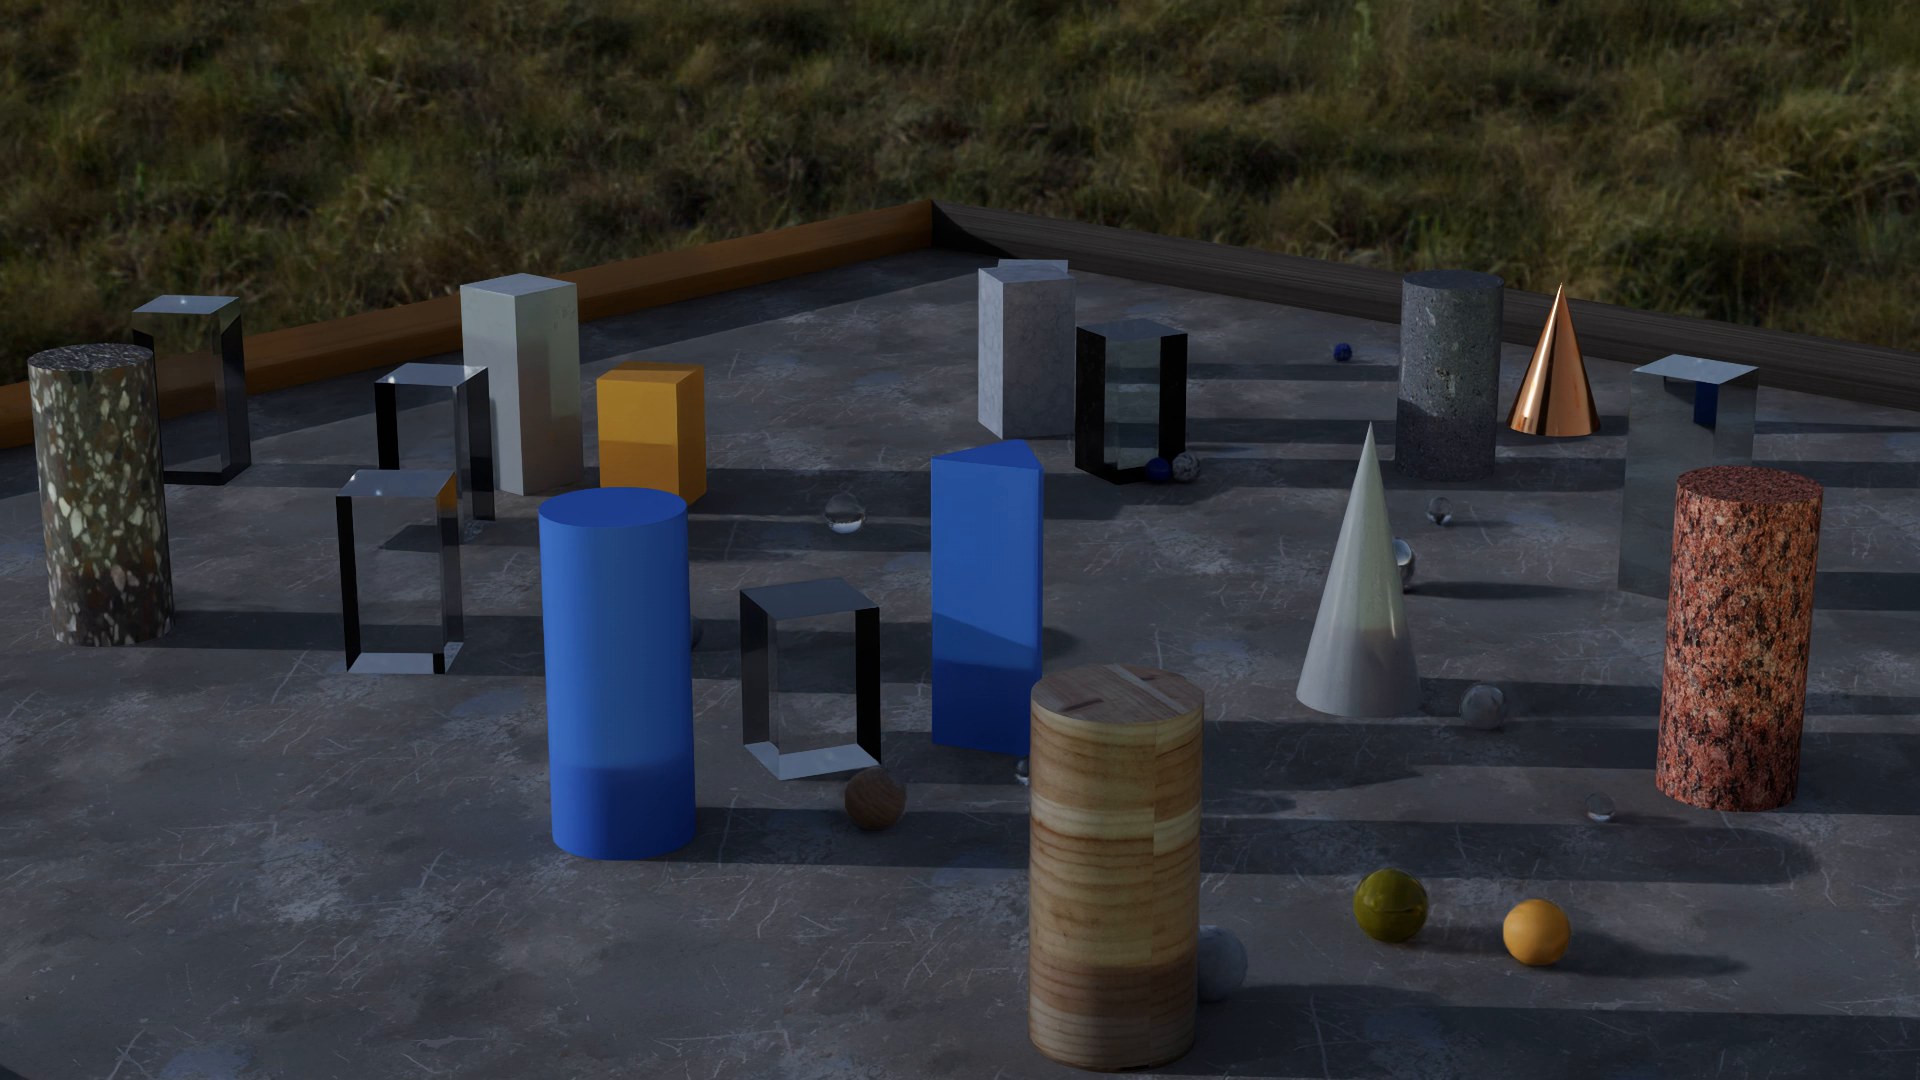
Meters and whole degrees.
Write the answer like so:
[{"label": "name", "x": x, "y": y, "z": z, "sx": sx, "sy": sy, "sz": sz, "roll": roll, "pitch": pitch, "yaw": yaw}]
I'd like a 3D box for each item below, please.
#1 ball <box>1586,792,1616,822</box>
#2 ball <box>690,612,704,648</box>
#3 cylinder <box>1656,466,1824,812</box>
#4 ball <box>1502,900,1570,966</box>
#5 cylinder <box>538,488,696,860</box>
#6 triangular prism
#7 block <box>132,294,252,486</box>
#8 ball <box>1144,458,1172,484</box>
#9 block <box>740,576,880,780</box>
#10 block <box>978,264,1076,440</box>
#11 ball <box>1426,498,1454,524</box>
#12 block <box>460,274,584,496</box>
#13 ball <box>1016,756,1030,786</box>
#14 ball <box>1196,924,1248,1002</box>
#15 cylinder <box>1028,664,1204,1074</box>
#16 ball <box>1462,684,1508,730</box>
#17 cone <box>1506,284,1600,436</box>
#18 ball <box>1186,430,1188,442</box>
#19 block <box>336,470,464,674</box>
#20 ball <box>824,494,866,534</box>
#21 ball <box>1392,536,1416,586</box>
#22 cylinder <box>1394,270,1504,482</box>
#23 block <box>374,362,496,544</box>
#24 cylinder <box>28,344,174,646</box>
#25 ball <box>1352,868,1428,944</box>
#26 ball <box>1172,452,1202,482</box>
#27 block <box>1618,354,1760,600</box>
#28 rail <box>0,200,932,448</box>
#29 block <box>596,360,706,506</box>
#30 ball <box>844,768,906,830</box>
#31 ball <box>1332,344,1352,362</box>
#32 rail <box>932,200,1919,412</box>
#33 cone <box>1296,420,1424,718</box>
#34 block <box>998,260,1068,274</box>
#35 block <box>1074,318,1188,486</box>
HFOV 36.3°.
[{"label": "ball", "x": 0.903, "y": 0.376, "z": 4.135, "sx": 0.041, "sy": 0.041, "sz": 0.041, "roll": 0, "pitch": 17, "yaw": 0}, {"label": "ball", "x": -0.457, "y": 0.151, "z": 4.843, "sx": 0.065, "sy": 0.065, "sz": 0.065, "roll": 0, "pitch": 17, "yaw": 0}, {"label": "cylinder", "x": 1.114, "y": 0.140, "z": 4.201, "sx": 0.200, "sy": 0.456, "sz": 0.200, "roll": 0, "pitch": 17, "yaw": 0}, {"label": "ball", "x": 0.723, "y": 0.492, "z": 3.677, "sx": 0.084, "sy": 0.084, "sz": 0.084, "roll": 0, "pitch": 17, "yaw": 0}, {"label": "cylinder", "x": -0.469, "y": 0.182, "z": 4.030, "sx": 0.200, "sy": 0.474, "sz": 0.200, "roll": 0, "pitch": 17, "yaw": 0}, {"label": "triangular prism", "x": 0.065, "y": 0.082, "z": 4.412, "sx": 0.173, "sy": 0.446, "sz": 0.150, "roll": 6, "pitch": 18, "yaw": 20}, {"label": "block", "x": -1.530, "y": -0.299, "z": 5.847, "sx": 0.160, "sy": 0.348, "sz": 0.160, "roll": 2, "pitch": 17, "yaw": 7}, {"label": "ball", "x": 0.393, "y": -0.138, "z": 5.824, "sx": 0.053, "sy": 0.053, "sz": 0.053, "roll": 0, "pitch": 17, "yaw": 0}, {"label": "block", "x": -0.222, "y": 0.204, "z": 4.353, "sx": 0.160, "sy": 0.246, "sz": 0.160, "roll": -7, "pitch": 18, "yaw": -22}, {"label": "block", "x": 0.140, "y": -0.400, "z": 6.206, "sx": 0.160, "sy": 0.334, "sz": 0.160, "roll": -5, "pitch": 18, "yaw": -17}, {"label": "ball", "x": 0.908, "y": -0.055, "z": 5.550, "sx": 0.052, "sy": 0.052, "sz": 0.052, "roll": 0, "pitch": 17, "yaw": 0}, {"label": "block", "x": -0.864, "y": -0.309, "z": 5.793, "sx": 0.160, "sy": 0.398, "sz": 0.160, "roll": 14, "pitch": 22, "yaw": 38}, {"label": "ball", "x": 0.104, "y": 0.336, "z": 4.262, "sx": 0.046, "sy": 0.046, "sz": 0.046, "roll": 0, "pitch": 17, "yaw": 0}, {"label": "ball", "x": 0.304, "y": 0.517, "z": 3.579, "sx": 0.093, "sy": 0.093, "sz": 0.093, "roll": 0, "pitch": 17, "yaw": 0}, {"label": "cylinder", "x": 0.181, "y": 0.383, "z": 3.435, "sx": 0.200, "sy": 0.432, "sz": 0.200, "roll": 0, "pitch": 17, "yaw": 0}, {"label": "ball", "x": 0.803, "y": 0.256, "z": 4.488, "sx": 0.069, "sy": 0.069, "sz": 0.069, "roll": 0, "pitch": 17, "yaw": 0}, {"label": "cone", "x": 1.270, "y": -0.396, "z": 6.233, "sx": 0.200, "sy": 0.310, "sz": 0.200, "roll": 0, "pitch": 17, "yaw": 0}, {"label": "ball", "x": 0.449, "y": -0.217, "z": 6.088, "sx": 0.052, "sy": 0.052, "sz": 0.052, "roll": 0, "pitch": 17, "yaw": 0}, {"label": "block", "x": -0.909, "y": 0.050, "z": 4.773, "sx": 0.160, "sy": 0.297, "sz": 0.160, "roll": 0, "pitch": 17, "yaw": 2}, {"label": "ball", "x": -0.216, "y": -0.049, "z": 5.487, "sx": 0.077, "sy": 0.077, "sz": 0.077, "roll": 0, "pitch": 17, "yaw": 0}, {"label": "ball", "x": 0.753, "y": 0.040, "z": 5.157, "sx": 0.096, "sy": 0.096, "sz": 0.096, "roll": 0, "pitch": 17, "yaw": 0}, {"label": "cylinder", "x": 0.981, "y": -0.331, "z": 5.880, "sx": 0.200, "sy": 0.389, "sz": 0.200, "roll": 0, "pitch": 17, "yaw": 0}, {"label": "block", "x": -0.978, "y": -0.162, "z": 5.473, "sx": 0.160, "sy": 0.301, "sz": 0.160, "roll": 3, "pitch": 17, "yaw": 11}, {"label": "cylinder", "x": -1.432, "y": -0.076, "z": 4.896, "sx": 0.200, "sy": 0.470, "sz": 0.200, "roll": 0, "pitch": 17, "yaw": 0}, {"label": "ball", "x": 0.550, "y": 0.466, "z": 3.742, "sx": 0.096, "sy": 0.096, "sz": 0.096, "roll": 0, "pitch": 17, "yaw": 0}, {"label": "ball", "x": 0.450, "y": -0.144, "z": 5.832, "sx": 0.060, "sy": 0.060, "sz": 0.060, "roll": 0, "pitch": 17, "yaw": 0}, {"label": "block", "x": 1.270, "y": -0.105, "z": 5.119, "sx": 0.160, "sy": 0.397, "sz": 0.160, "roll": 13, "pitch": 21, "yaw": 37}, {"label": "rail", "x": -1.605, "y": -0.369, "z": 6.454, "sx": 0.045, "sy": 0.130, "sz": 4.705, "roll": 14, "pitch": 22, "yaw": 39}, {"label": "block", "x": -0.596, "y": -0.201, "z": 5.680, "sx": 0.160, "sy": 0.256, "sz": 0.160, "roll": 4, "pitch": 17, "yaw": 14}, {"label": "ball", "x": -0.118, "y": 0.362, "z": 4.105, "sx": 0.087, "sy": 0.087, "sz": 0.087, "roll": 0, "pitch": 17, "yaw": 0}, {"label": "ball", "x": 0.891, "y": -0.437, "z": 6.832, "sx": 0.044, "sy": 0.044, "sz": 0.044, "roll": 0, "pitch": 17, "yaw": 0}, {"label": "rail", "x": 1.527, "y": -0.474, "z": 6.803, "sx": 4.298, "sy": 0.130, "sz": 0.045, "roll": 14, "pitch": 22, "yaw": 39}, {"label": "cone", "x": 0.632, "y": 0.031, "z": 4.573, "sx": 0.200, "sy": 0.450, "sz": 0.200, "roll": 0, "pitch": 17, "yaw": 0}, {"label": "block", "x": 0.166, "y": -0.510, "z": 6.733, "sx": 0.160, "sy": 0.240, "sz": 0.160, "roll": 1, "pitch": 17, "yaw": 3}, {"label": "block", "x": 0.342, "y": -0.279, "z": 5.879, "sx": 0.160, "sy": 0.291, "sz": 0.160, "roll": -9, "pitch": 19, "yaw": -28}]
